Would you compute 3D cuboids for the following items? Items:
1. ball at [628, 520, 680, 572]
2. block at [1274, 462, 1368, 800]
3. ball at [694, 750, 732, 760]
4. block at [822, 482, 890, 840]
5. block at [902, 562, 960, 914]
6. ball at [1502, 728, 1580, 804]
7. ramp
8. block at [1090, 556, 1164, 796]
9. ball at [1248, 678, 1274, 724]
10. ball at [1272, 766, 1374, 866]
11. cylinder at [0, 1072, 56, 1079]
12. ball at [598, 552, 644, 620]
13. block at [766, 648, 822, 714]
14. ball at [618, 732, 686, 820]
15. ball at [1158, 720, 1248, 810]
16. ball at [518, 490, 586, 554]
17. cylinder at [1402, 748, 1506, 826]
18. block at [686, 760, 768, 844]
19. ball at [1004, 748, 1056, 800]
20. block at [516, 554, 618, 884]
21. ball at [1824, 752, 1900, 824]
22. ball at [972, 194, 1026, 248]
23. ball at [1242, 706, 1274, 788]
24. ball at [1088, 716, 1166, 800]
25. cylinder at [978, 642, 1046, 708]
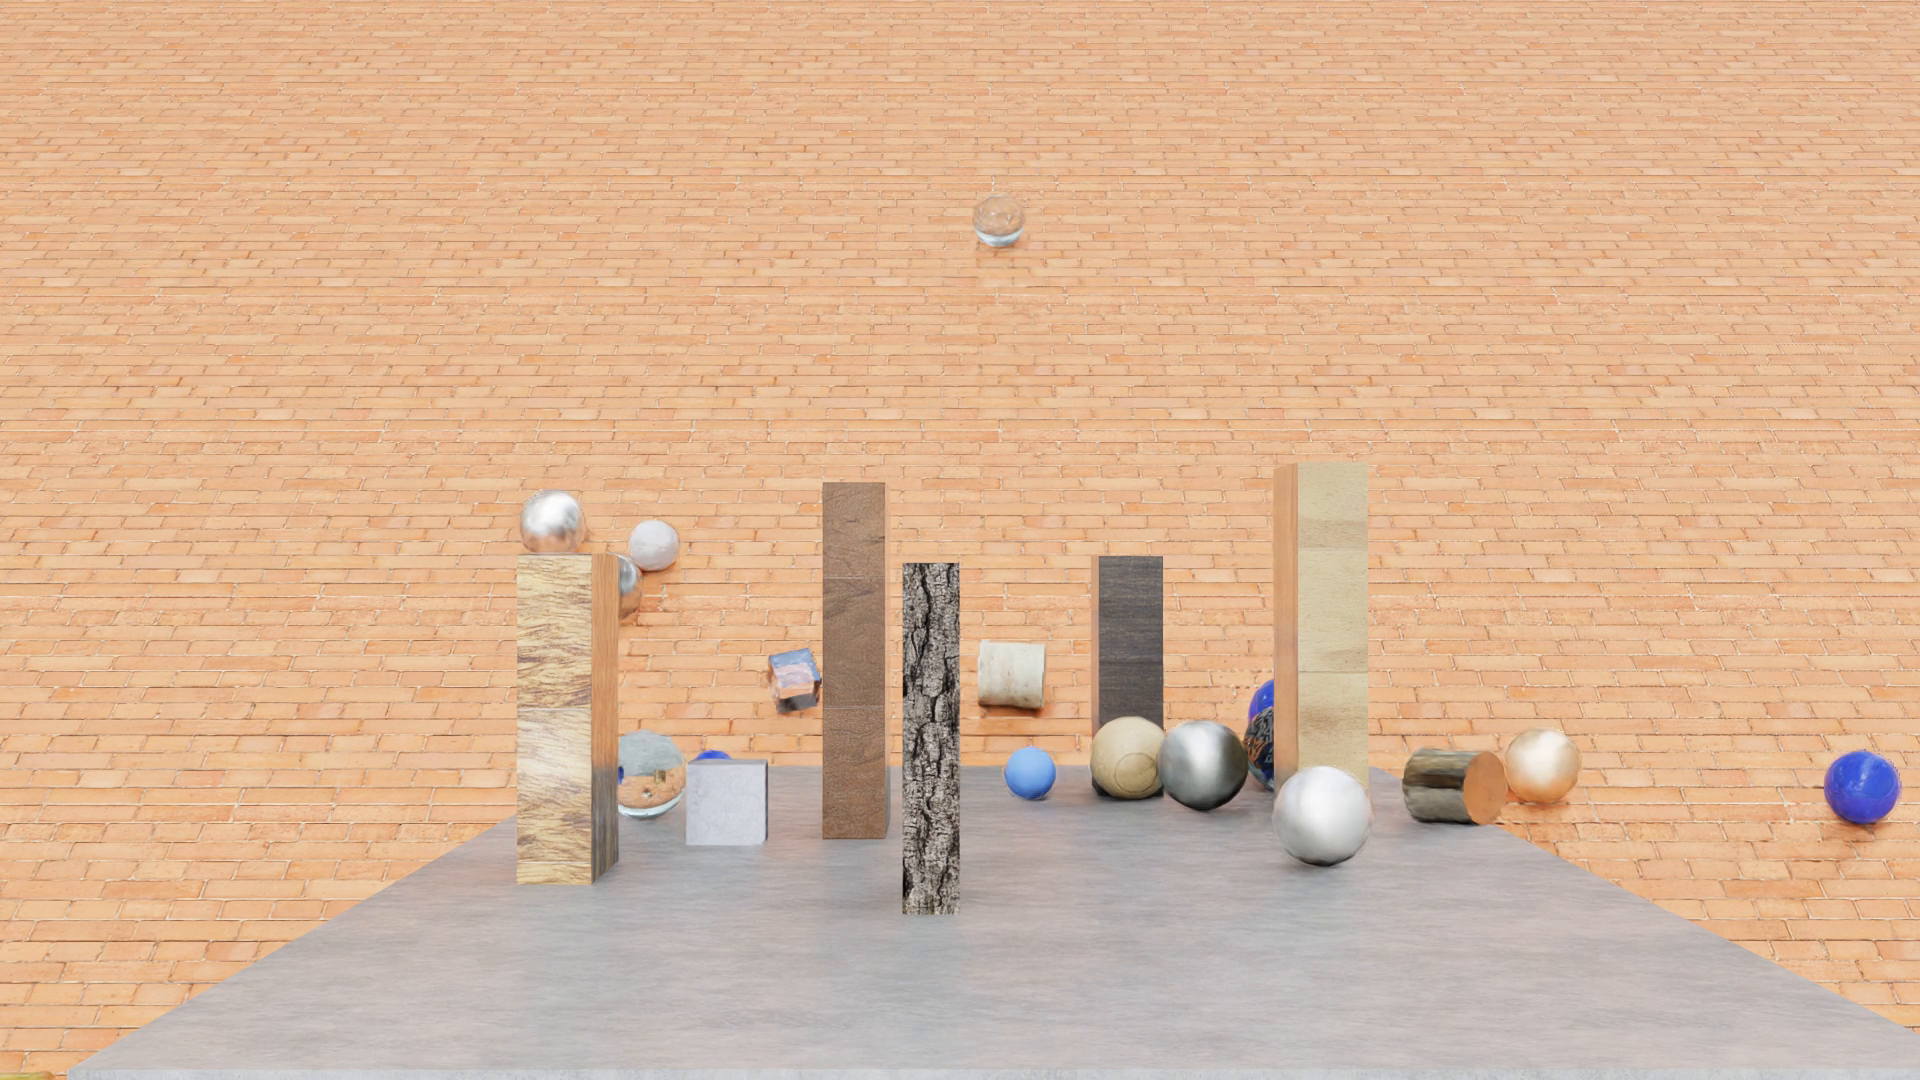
[{"bbox_3d":[-0.905,0.016,7.646,0.152,0.152,0.152,0,31,0],"label":"ball"},{"bbox_3d":[0.751,0.208,5.419,0.141,0.728,0.409,0,0,0],"label":"block"},{"bbox_3d":[-0.551,0.522,5.785,0.108,0.108,0.108,0,31,0],"label":"ball"},{"bbox_3d":[-0.202,0.231,5.128,0.119,0.679,0.406,0,0,0],"label":"block"},{"bbox_3d":[-0.043,0.298,4.034,0.086,0.526,0.317,0,0,0],"label":"block"},{"bbox_3d":[1.498,0.582,6.673,0.195,0.195,0.195,0,31,0],"label":"ball"},{"bbox_3d":[0.070,0.617,4.695,2.000,0.100,4.000,0,0,0],"label":"ramp"},{"bbox_3d":[0.385,0.307,6.000,0.145,0.540,0.347,0,0,0],"label":"block"},{"bbox_3d":[0.793,0.425,6.259,0.195,0.195,0.195,0,31,0],"label":"ball"},{"bbox_3d":[0.629,0.479,4.490,0.173,0.173,0.173,0,31,0],"label":"ball"},{"bbox_3d":[-2.062,1.237,5.636,0.153,0.153,0.153,-2,31,-3],"label":"cylinder"},{"bbox_3d":[-1.004,0.133,7.406,0.202,0.202,0.202,0,31,0],"label":"ball"},{"bbox_3d":[-0.453,0.384,7.049,0.114,0.114,0.114,-11,50,-18],"label":"block"},{"bbox_3d":[-0.647,0.482,5.301,0.181,0.181,0.181,0,31,0],"label":"ball"},{"bbox_3d":[0.516,0.477,5.501,0.192,0.192,0.192,0,31,0],"label":"ball"},{"bbox_3d":[-1.213,-0.047,7.700,0.204,0.204,0.204,0,31,0],"label":"ball"},{"bbox_3d":[0.998,0.496,5.225,0.149,0.149,0.149,0,23,46],"label":"cylinder"},{"bbox_3d":[-0.441,0.495,4.919,0.147,0.147,0.147,0,0,-2],"label":"block"},{"bbox_3d":[0.156,0.518,5.755,0.115,0.115,0.115,0,31,0],"label":"ball"},{"bbox_3d":[-0.664,0.294,4.408,0.122,0.542,0.342,0,0,0],"label":"block"},{"bbox_3d":[2.297,0.631,6.603,0.184,0.184,0.184,0,31,0],"label":"ball"},{"bbox_3d":[0.144,-1.179,9.572,0.195,0.195,0.195,0,31,0],"label":"ball"},{"bbox_3d":[0.750,0.478,5.966,0.198,0.198,0.198,0,31,0],"label":"ball"},{"bbox_3d":[0.378,0.483,5.732,0.185,0.185,0.185,0,31,0],"label":"ball"},{"bbox_3d":[0.141,0.367,7.043,0.175,0.175,0.175,3,31,4],"label":"cylinder"}]
